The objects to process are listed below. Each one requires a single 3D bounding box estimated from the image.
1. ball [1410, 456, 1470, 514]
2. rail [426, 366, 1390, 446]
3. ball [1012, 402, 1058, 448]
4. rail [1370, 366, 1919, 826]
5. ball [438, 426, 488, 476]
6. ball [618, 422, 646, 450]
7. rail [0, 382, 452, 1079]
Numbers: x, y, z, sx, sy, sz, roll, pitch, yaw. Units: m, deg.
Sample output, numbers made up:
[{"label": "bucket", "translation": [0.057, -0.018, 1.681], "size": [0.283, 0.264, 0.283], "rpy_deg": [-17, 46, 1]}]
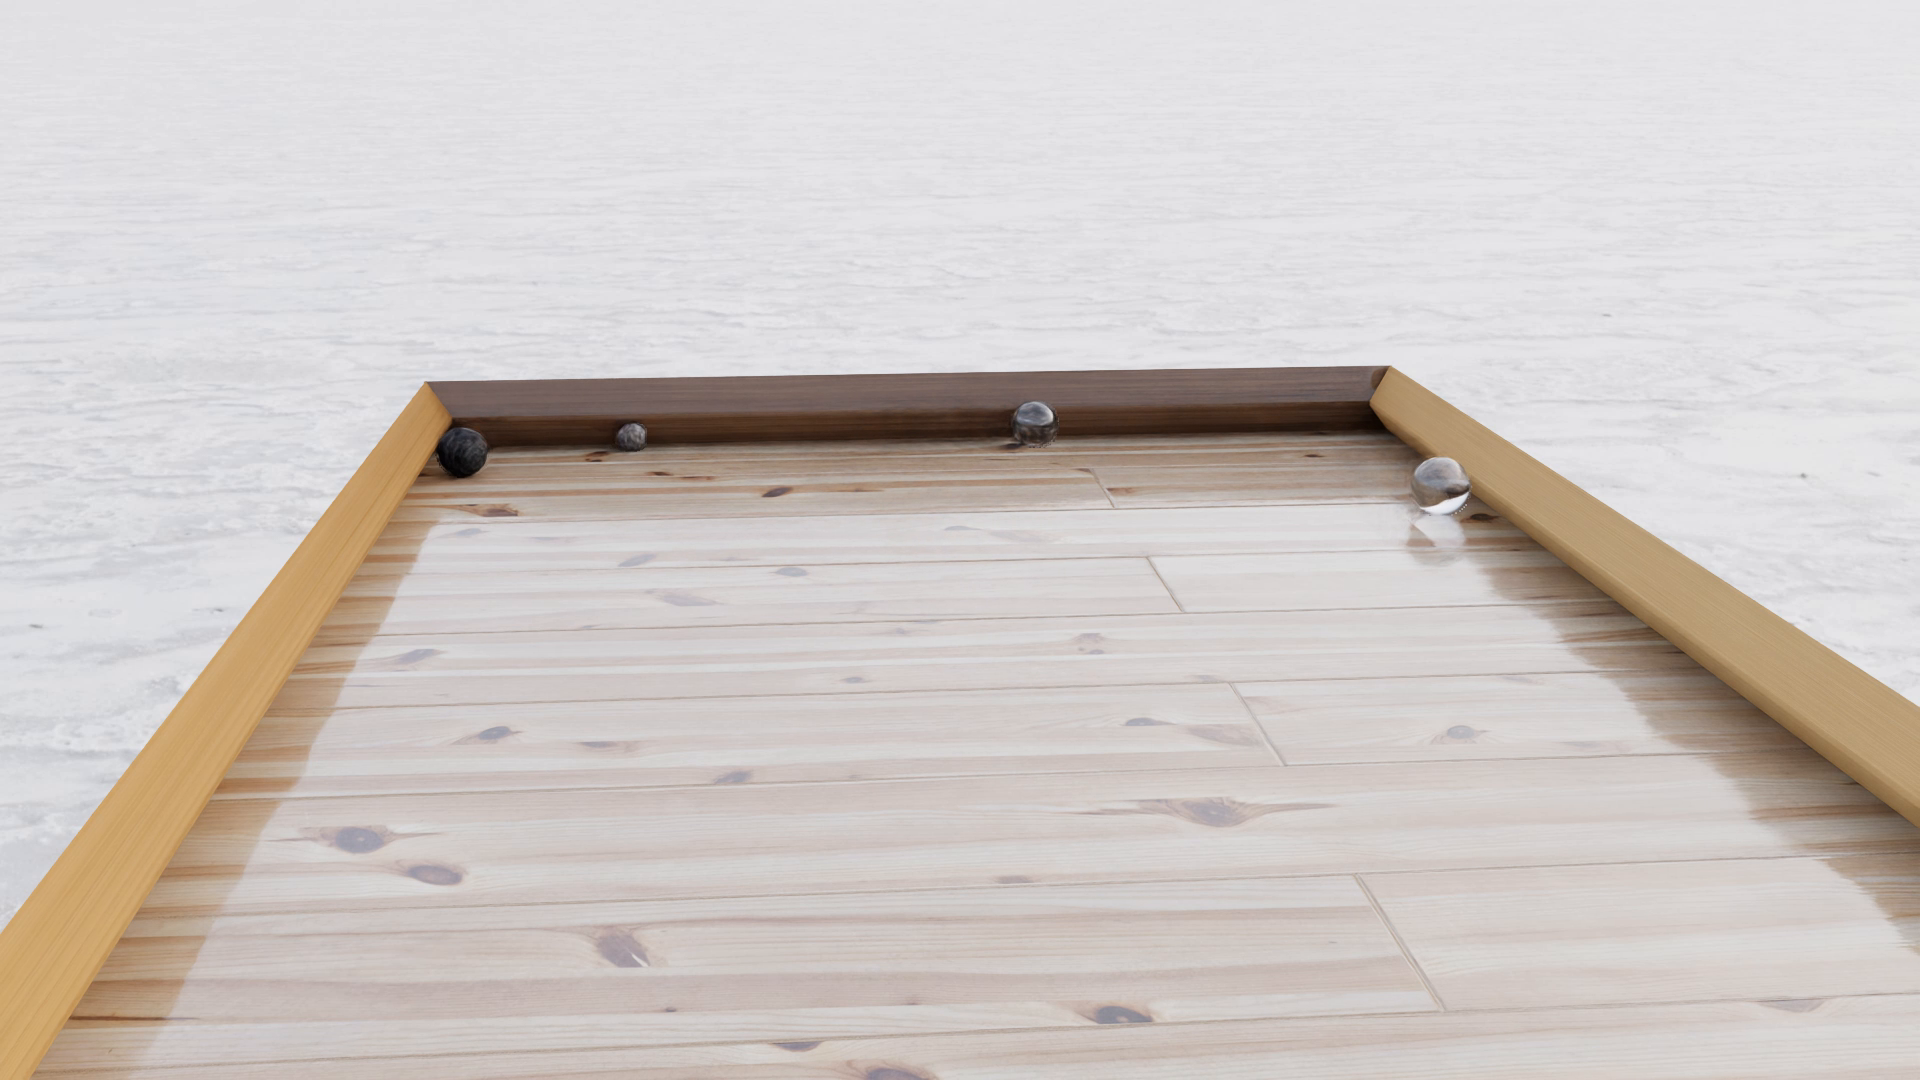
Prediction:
[{"label": "ball", "translation": [0.654, -0.074, 2.993], "size": [0.079, 0.079, 0.079], "rpy_deg": [0, 15, 0]}, {"label": "rail", "translation": [-0.065, -0.206, 3.439], "size": [1.520, 0.103, 0.045], "rpy_deg": [-1, 15, -5]}, {"label": "ball", "translation": [0.115, -0.179, 3.406], "size": [0.071, 0.071, 0.071], "rpy_deg": [0, 15, 0]}, {"label": "rail", "translation": [0.801, 0.153, 2.091], "size": [0.045, 0.103, 2.982], "rpy_deg": [-1, 15, -5]}, {"label": "ball", "translation": [-0.727, -0.130, 3.217], "size": [0.072, 0.072, 0.072], "rpy_deg": [0, 15, 0]}, {"label": "ball", "translation": [-0.505, -0.159, 3.382], "size": [0.043, 0.043, 0.043], "rpy_deg": [0, 15, 0]}, {"label": "rail", "translation": [-0.666, 0.188, 1.962], "size": [0.045, 0.103, 2.982], "rpy_deg": [-1, 15, -5]}]
